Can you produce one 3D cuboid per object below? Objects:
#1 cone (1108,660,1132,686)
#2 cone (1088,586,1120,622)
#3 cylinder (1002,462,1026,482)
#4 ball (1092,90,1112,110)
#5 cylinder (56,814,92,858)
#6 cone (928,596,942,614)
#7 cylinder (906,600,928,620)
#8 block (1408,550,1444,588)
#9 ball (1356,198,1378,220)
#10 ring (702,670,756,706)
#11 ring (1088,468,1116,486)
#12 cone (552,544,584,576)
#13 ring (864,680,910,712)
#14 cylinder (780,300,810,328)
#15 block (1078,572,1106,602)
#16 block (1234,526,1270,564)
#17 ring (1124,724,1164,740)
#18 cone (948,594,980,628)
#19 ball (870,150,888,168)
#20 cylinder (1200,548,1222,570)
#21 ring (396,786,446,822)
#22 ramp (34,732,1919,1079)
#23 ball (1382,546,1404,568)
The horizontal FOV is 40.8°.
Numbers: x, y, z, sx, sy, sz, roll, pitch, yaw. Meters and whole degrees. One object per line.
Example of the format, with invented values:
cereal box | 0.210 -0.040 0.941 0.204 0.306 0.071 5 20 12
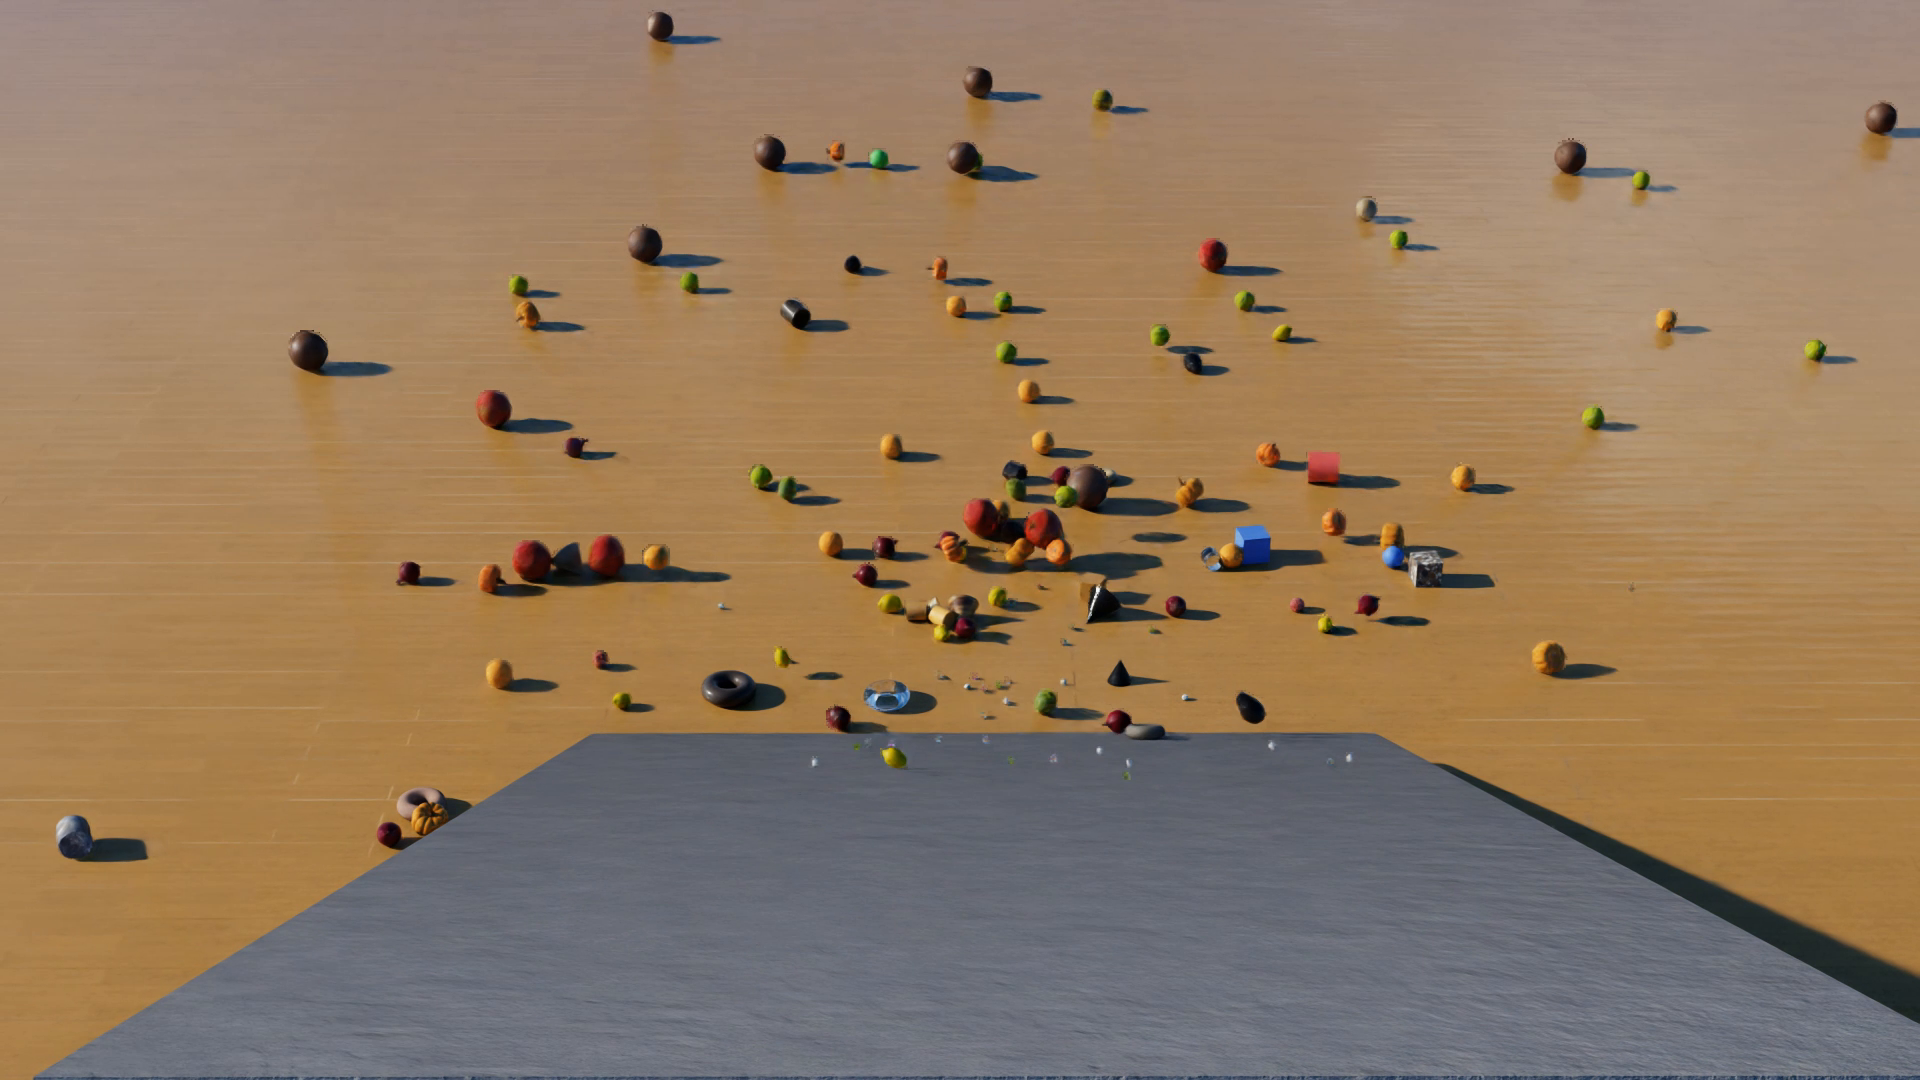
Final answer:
cone | 0.433 0.351 6.991 0.067 0.067 0.067 0 28 0
cone | 0.384 0.200 7.300 0.098 0.098 0.098 20 60 32
cylinder | 0.171 -0.211 8.063 0.053 0.053 0.053 21 34 33
ball | 0.618 -1.912 11.222 0.091 0.091 0.091 0 28 0
cylinder | -2.155 0.722 6.285 0.077 0.077 0.077 -11 30 -20
cone | -0.084 0.197 7.324 0.060 0.060 0.060 -27 28 6
cylinder | -0.119 0.199 7.287 0.055 0.055 0.055 1 28 8
block | 1.349 0.084 7.485 0.076 0.076 0.076 -4 28 -7
ball | 1.581 -1.287 10.054 0.084 0.084 0.084 0 28 0
ring | -0.620 0.398 6.923 0.148 0.049 0.148 1 28 -1
ring | 0.445 -0.198 8.065 0.090 0.030 0.090 -1 28 1
cone | -1.124 0.075 7.537 0.094 0.094 0.094 -26 64 -40
ring | -0.196 0.415 6.899 0.126 0.042 0.126 -1 28 1
cylinder | -0.580 -0.799 9.133 0.077 0.077 0.077 -19 41 -32
block | 0.379 0.138 7.399 0.062 0.062 0.062 11 30 20
block | 0.862 0.014 7.610 0.082 0.082 0.082 -5 28 -10
ring | 0.462 0.478 6.446 0.101 0.034 0.101 1 0 0
cone | 0.005 0.216 7.275 0.090 0.090 0.090 3 55 6
ball | -0.331 -1.560 10.576 0.077 0.077 0.077 0 28 0
cylinder | 0.737 0.055 7.564 0.052 0.052 0.052 -6 29 -12
ring | -1.343 0.659 6.442 0.122 0.041 0.122 1 29 0
ramp | 0.063 0.567 4.607 2.000 0.100 4.000 0 1 0
ball | 1.268 0.050 7.563 0.062 0.062 0.062 0 28 0
